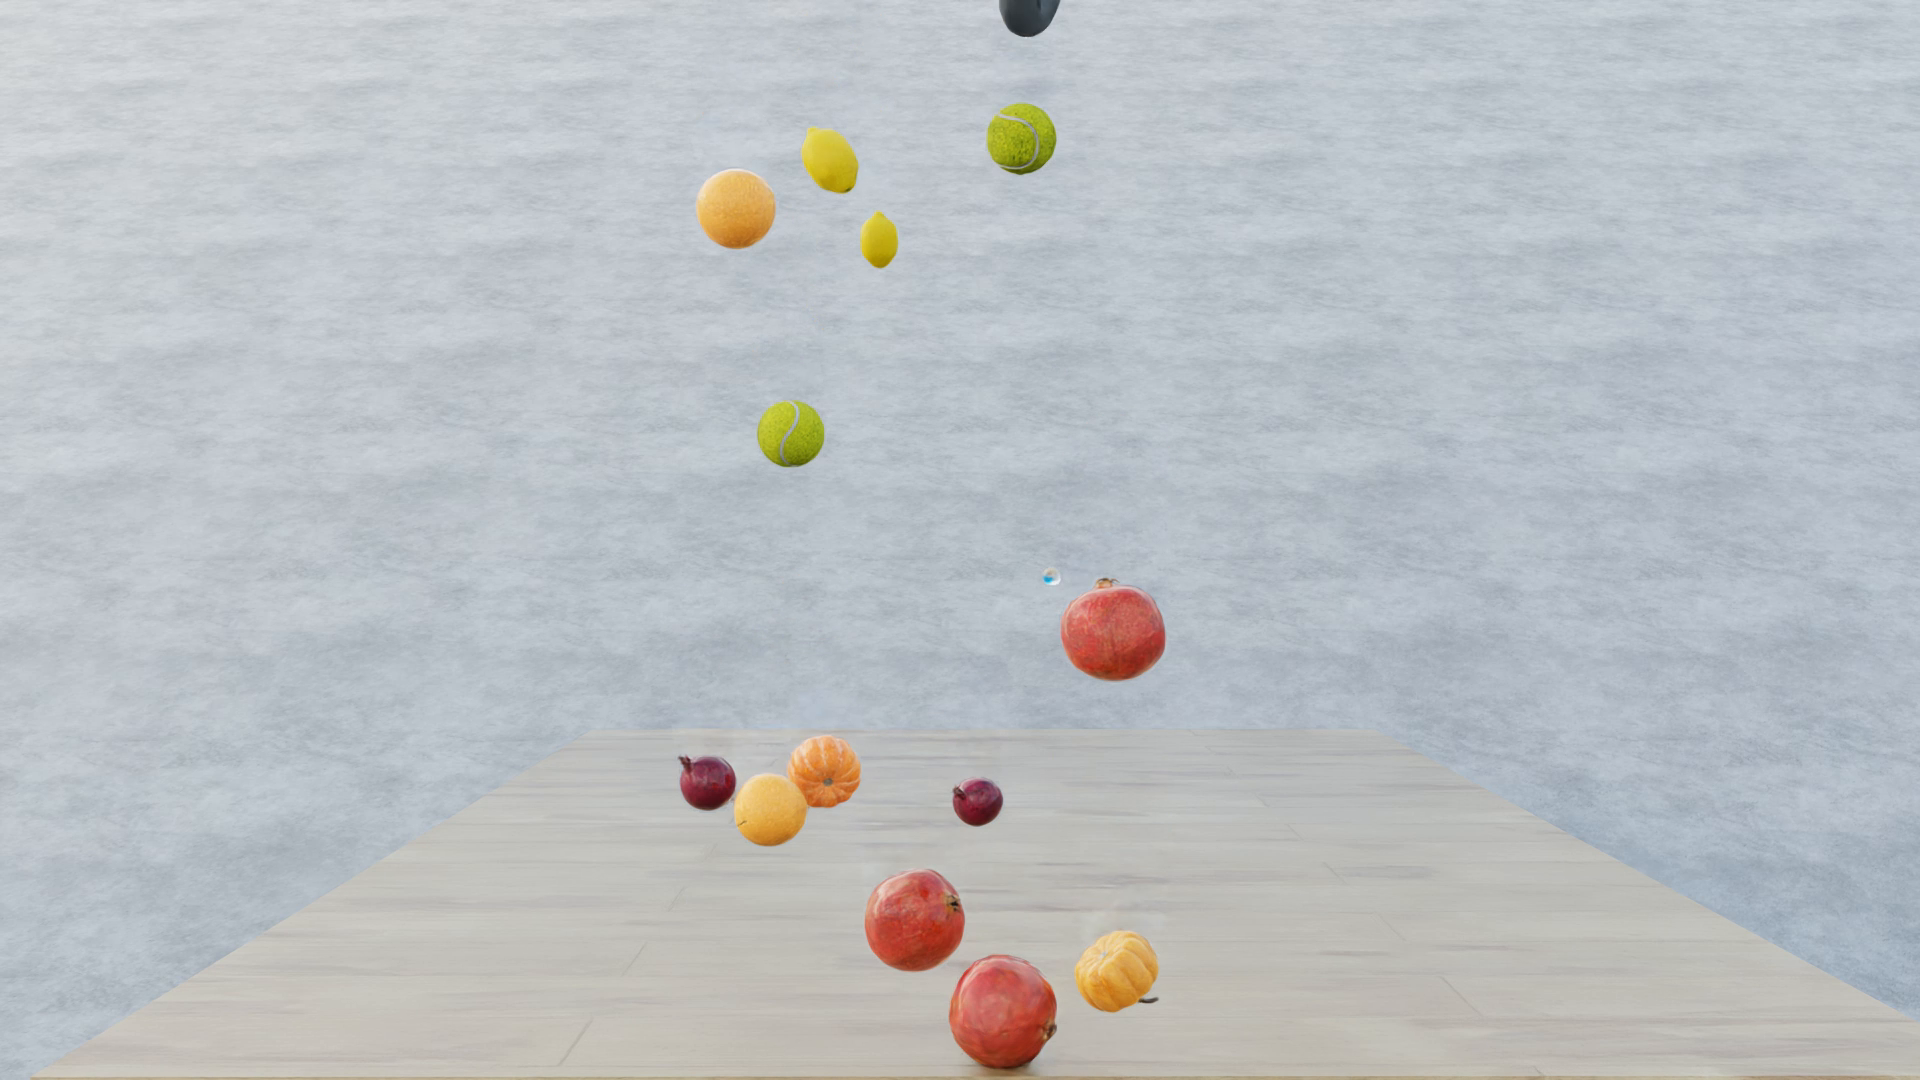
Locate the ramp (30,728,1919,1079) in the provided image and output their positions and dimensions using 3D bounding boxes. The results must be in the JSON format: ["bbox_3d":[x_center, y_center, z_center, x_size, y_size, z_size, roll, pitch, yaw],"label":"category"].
[{"bbox_3d":[0.062,0.562,4.600,2.000,0.100,4.000,0,1,0],"label":"ramp"}]

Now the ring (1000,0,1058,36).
[{"bbox_3d":[0.066,-0.517,2.386,0.035,0.104,0.104,13,30,21],"label":"ring"}]
